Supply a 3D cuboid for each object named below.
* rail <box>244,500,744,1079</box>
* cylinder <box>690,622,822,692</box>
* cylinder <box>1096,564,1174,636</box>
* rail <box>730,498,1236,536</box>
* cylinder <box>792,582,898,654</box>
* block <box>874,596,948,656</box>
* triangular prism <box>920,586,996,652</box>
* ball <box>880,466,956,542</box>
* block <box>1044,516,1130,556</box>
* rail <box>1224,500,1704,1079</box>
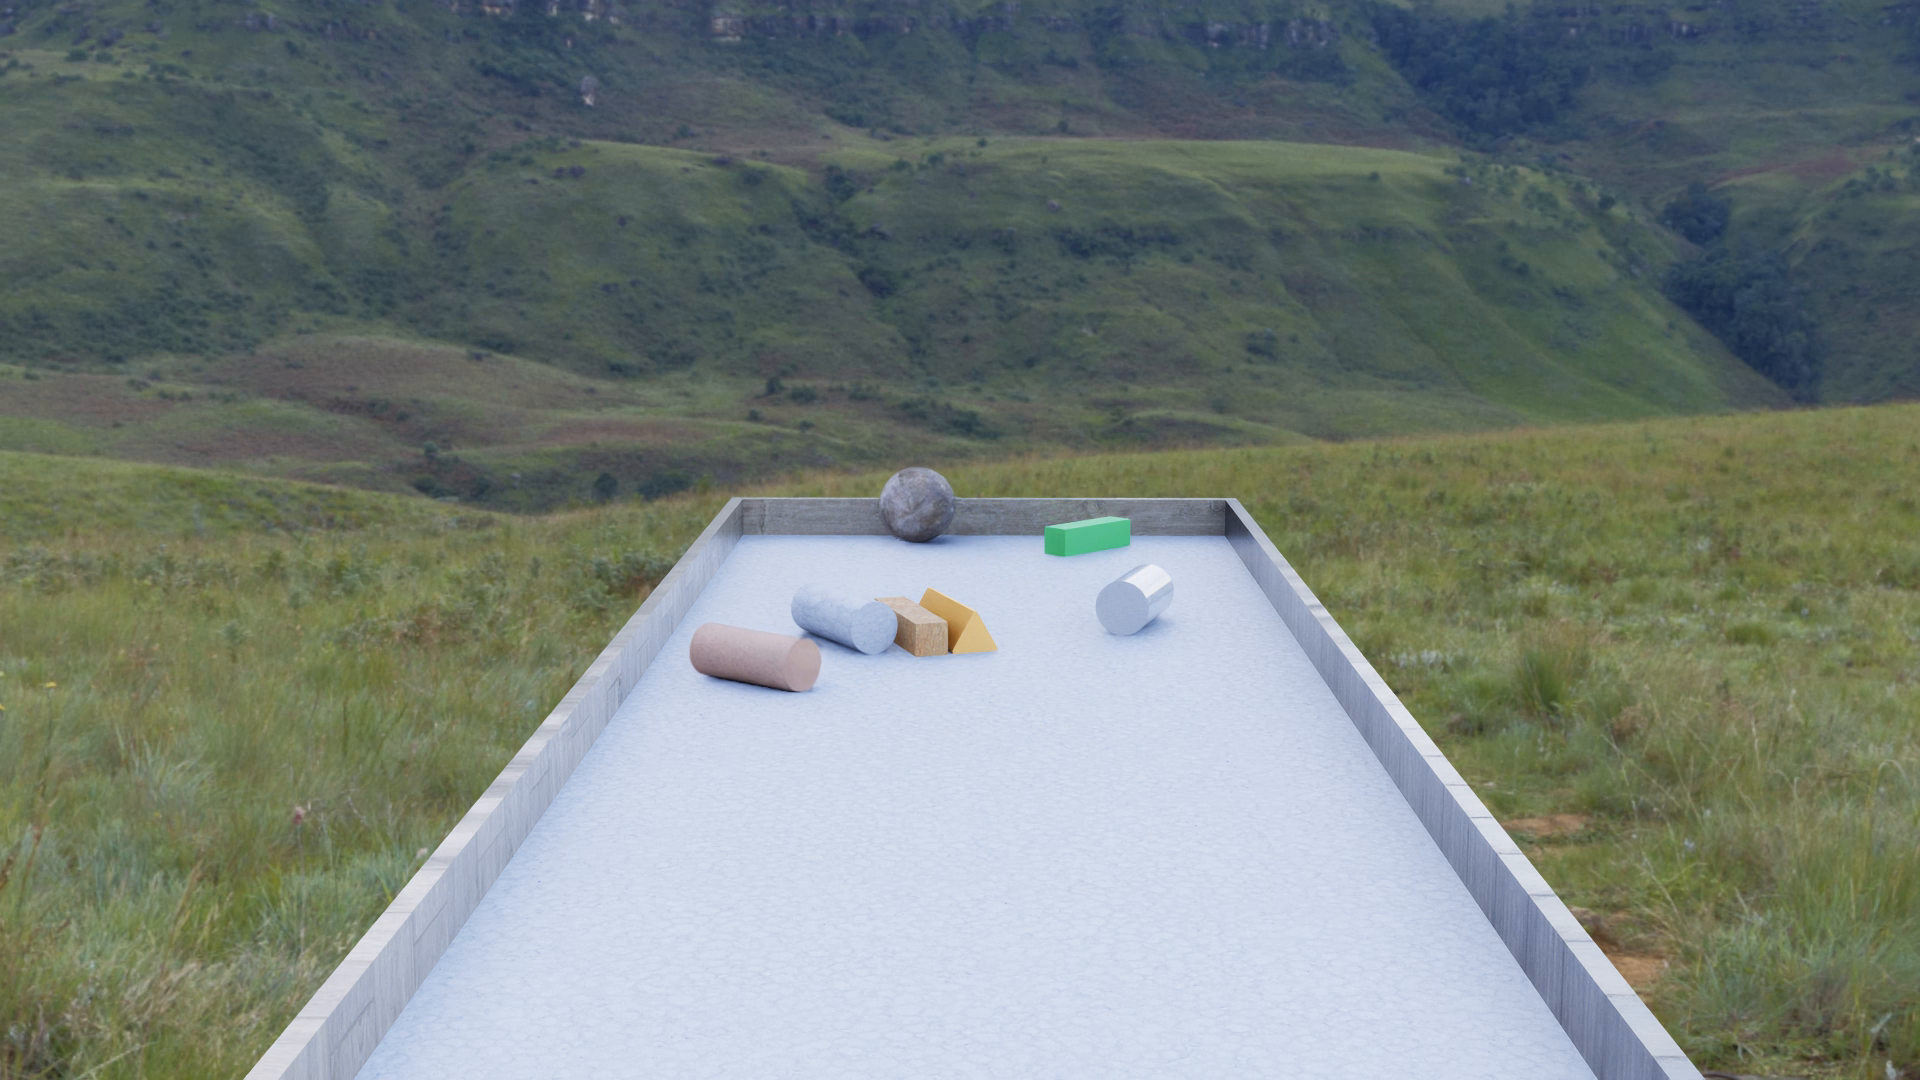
[{"bbox_3d":[-1.004,0.839,3.234,0.050,0.150,12.000,0,9,1],"label":"rail"},{"bbox_3d":[-0.596,0.338,6.384,0.382,0.154,0.154,7,12,38],"label":"cylinder"},{"bbox_3d":[0.576,0.194,7.221,0.177,0.177,0.344,3,10,19],"label":"cylinder"},{"bbox_3d":[0.099,-0.098,9.147,2.100,0.150,0.050,0,9,1],"label":"rail"},{"bbox_3d":[-0.369,0.243,6.953,0.164,0.164,0.417,-5,10,-30],"label":"cylinder"},{"bbox_3d":[-0.158,0.271,6.967,0.103,0.103,0.457,-3,9,-18],"label":"block"},{"bbox_3d":[-0.027,0.249,7.008,0.147,0.127,0.446,-3,9,-19],"label":"triangular prism"},{"bbox_3d":[-0.171,-0.144,8.937,0.306,0.306,0.306,0,9,0],"label":"ball"},{"bbox_3d":[0.510,-0.015,8.760,0.391,0.108,0.108,-9,13,-44],"label":"block"},{"bbox_3d":[1.046,0.843,3.208,0.050,0.150,12.000,0,9,1],"label":"rail"}]
